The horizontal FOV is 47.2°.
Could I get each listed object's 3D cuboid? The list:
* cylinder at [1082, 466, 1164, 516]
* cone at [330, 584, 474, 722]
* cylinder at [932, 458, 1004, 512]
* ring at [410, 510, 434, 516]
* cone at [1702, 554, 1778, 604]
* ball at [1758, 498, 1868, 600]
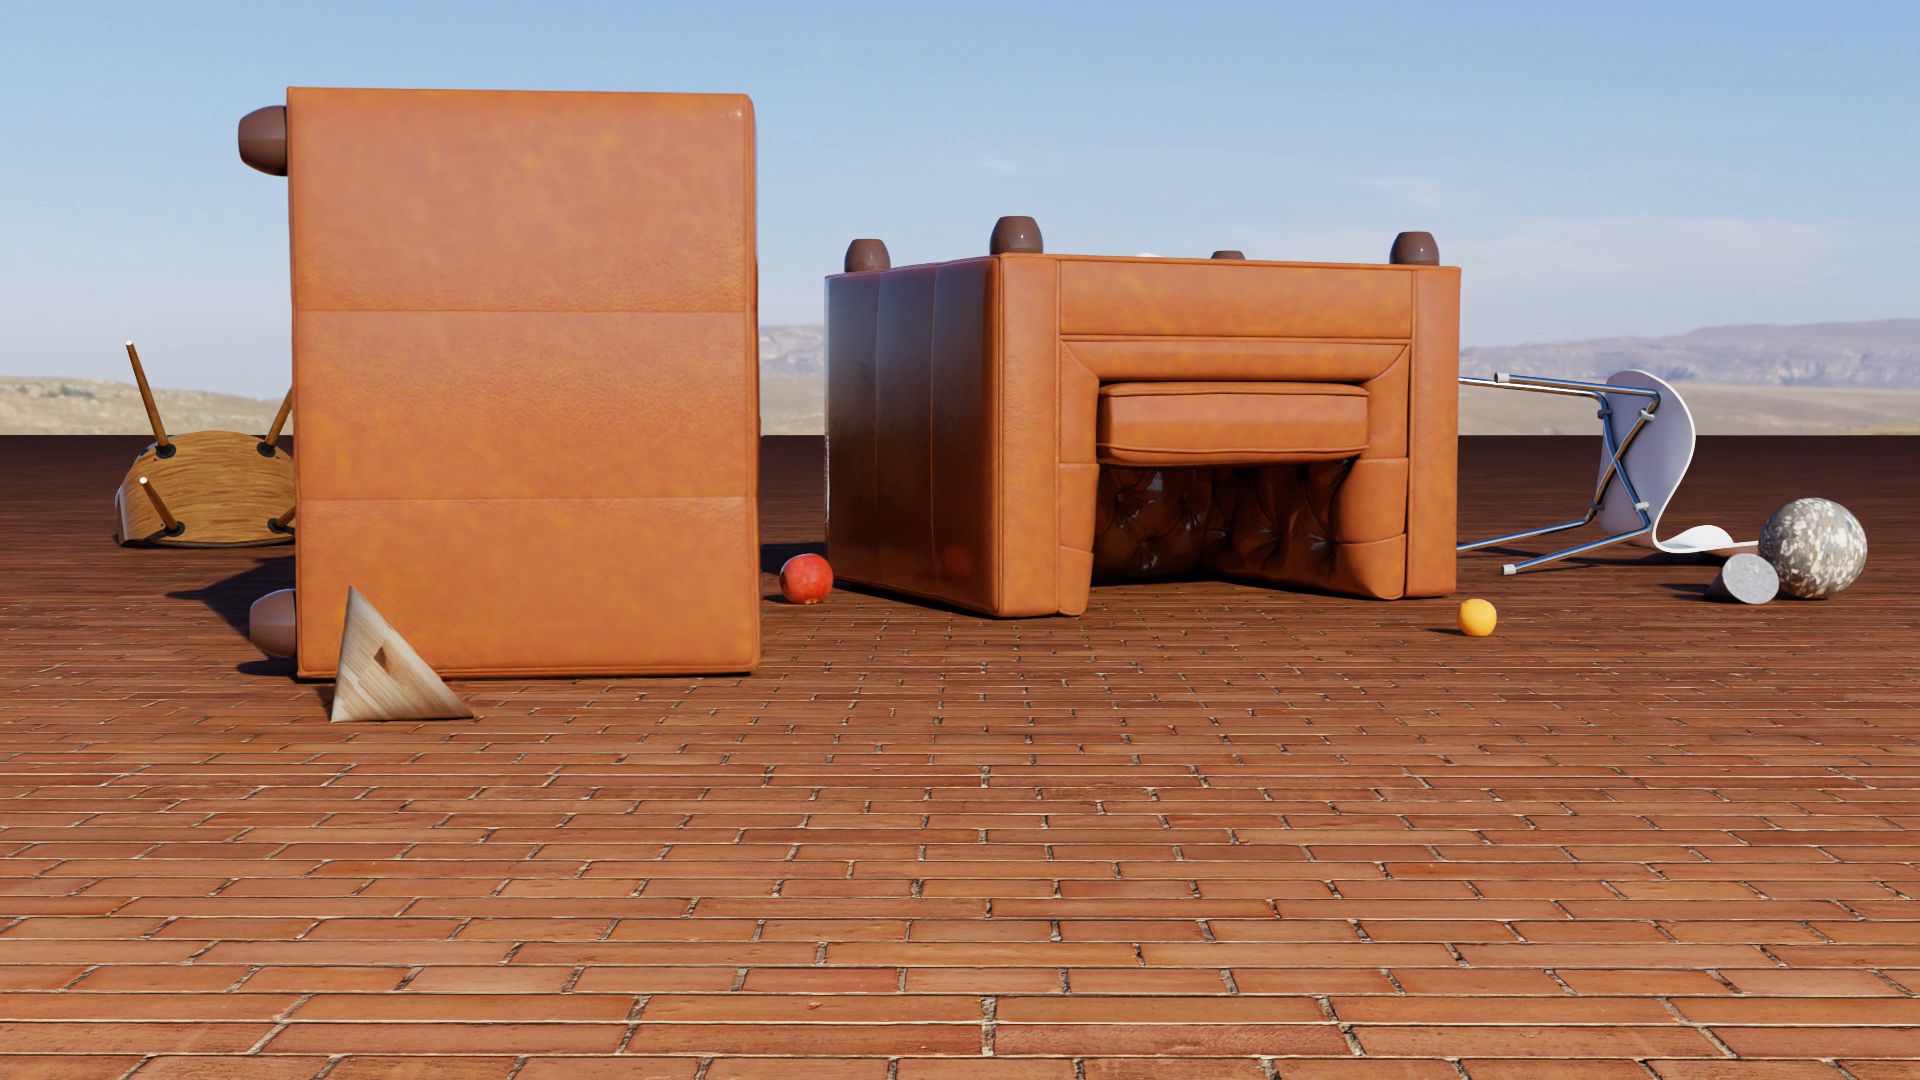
[{"bbox_3d":[0.585,-0.178,7.918,0.313,0.168,0.257,3,5,40],"label":"cylinder"},{"bbox_3d":[-0.797,0.198,2.978,0.144,0.250,0.236,-43,-11,-13],"label":"cone"},{"bbox_3d":[0.030,-0.205,8.103,0.244,0.159,0.294,-1,11,-29],"label":"cylinder"},{"bbox_3d":[-1.920,-0.098,7.855,0.078,0.016,0.103,-5,6,-43],"label":"ring"},{"bbox_3d":[1.630,0.102,4.680,0.146,0.110,0.156,2,-17,-21],"label":"cone"},{"bbox_3d":[1.816,0.018,4.688,0.218,0.218,0.218,0,4,0],"label":"ball"}]
